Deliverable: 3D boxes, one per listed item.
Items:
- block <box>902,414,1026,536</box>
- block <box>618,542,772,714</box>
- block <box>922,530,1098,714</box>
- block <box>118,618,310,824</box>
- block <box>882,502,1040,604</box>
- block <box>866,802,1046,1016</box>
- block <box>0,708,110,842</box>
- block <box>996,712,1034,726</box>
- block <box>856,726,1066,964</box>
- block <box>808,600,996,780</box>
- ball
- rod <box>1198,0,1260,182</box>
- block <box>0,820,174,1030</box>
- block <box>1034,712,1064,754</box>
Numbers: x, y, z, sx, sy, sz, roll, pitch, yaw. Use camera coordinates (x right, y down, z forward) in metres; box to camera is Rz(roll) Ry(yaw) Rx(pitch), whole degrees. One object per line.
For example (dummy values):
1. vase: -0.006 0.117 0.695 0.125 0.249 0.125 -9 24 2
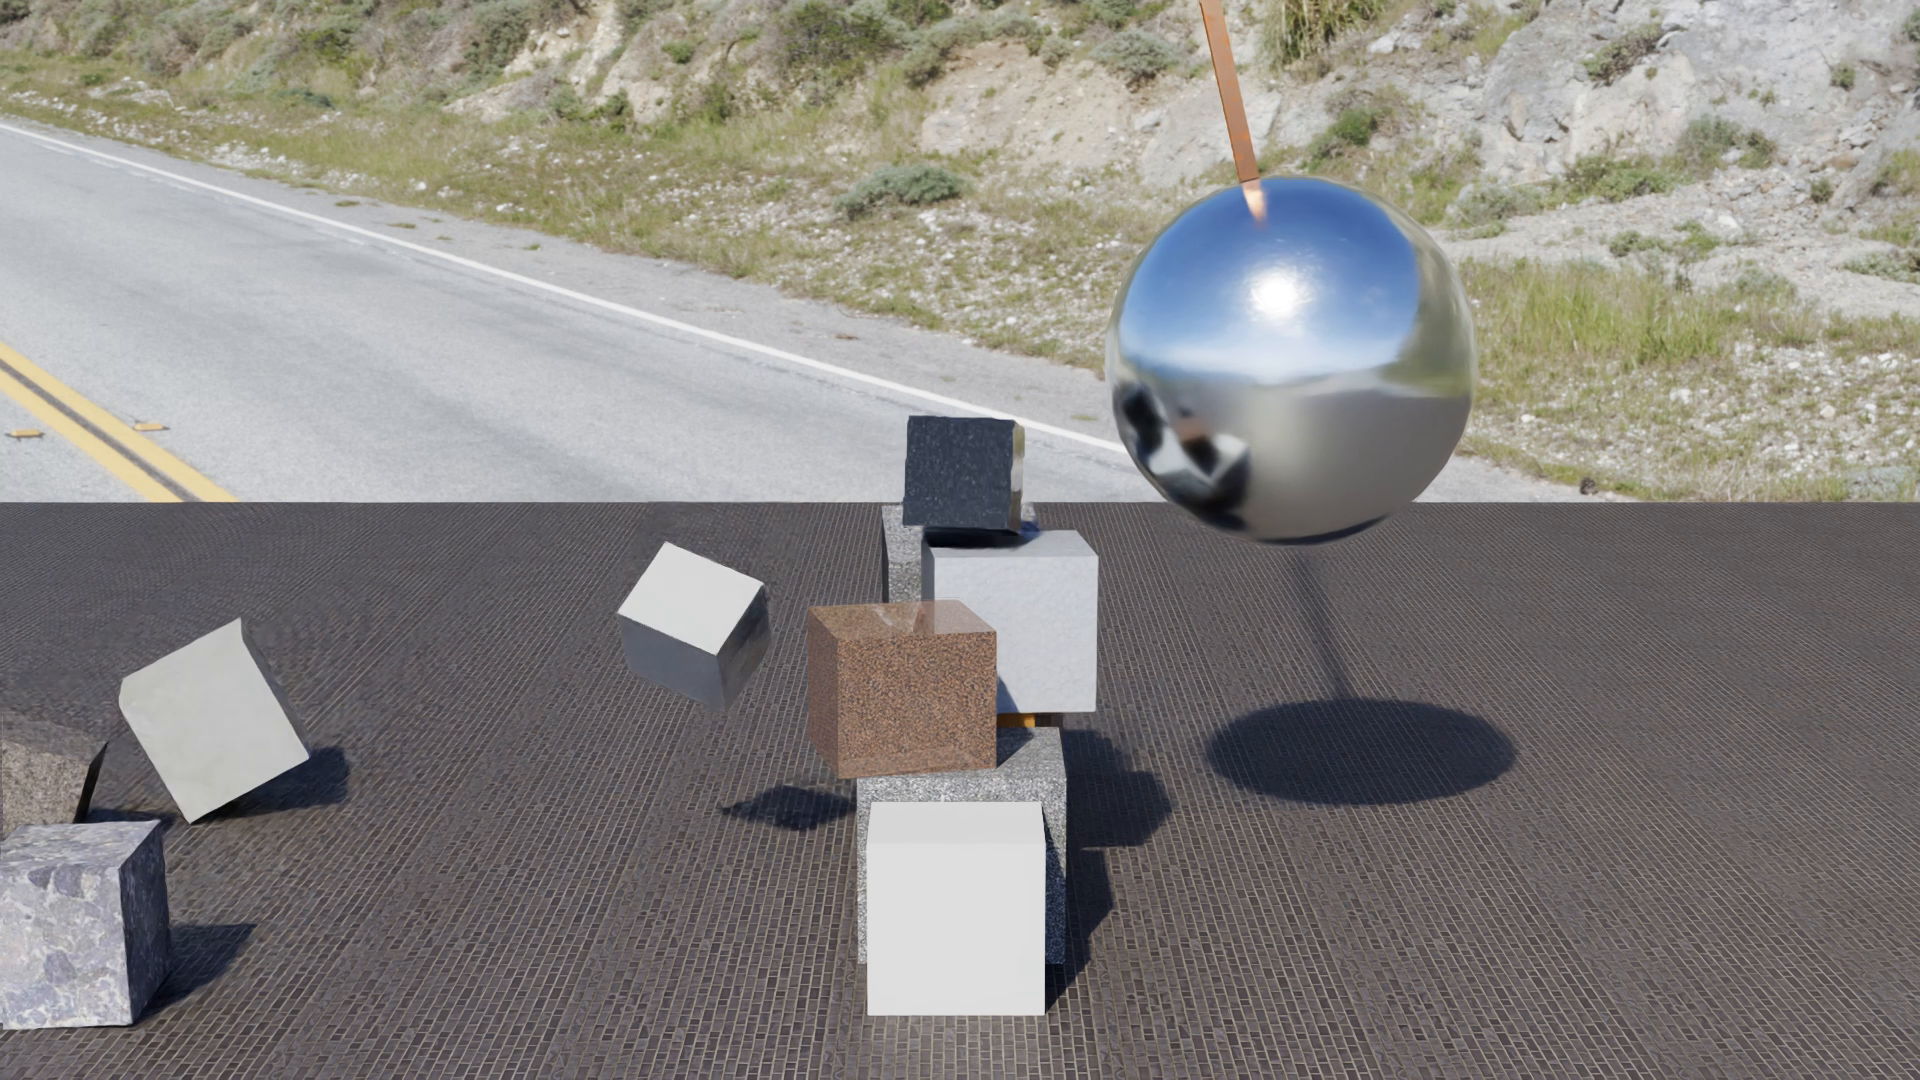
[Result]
1. block: 0.022 -0.276 11.093 0.453 0.467 0.500 3 -2 7
2. block: -1.152 0.384 11.211 0.489 0.481 0.411 22 59 16
3. block: 0.204 0.347 11.155 0.691 0.670 0.669 -1 10 -5
4. block: -3.593 0.859 12.377 0.633 0.656 0.615 -29 15 -10
5. block: 0.010 0.283 11.886 0.709 0.703 0.670 -2 23 -4
6. block: -0.015 1.414 9.908 0.668 0.673 0.560 0 10 0
7. block: -4.196 1.082 11.537 0.531 0.443 0.468 18 7 -11
8. block: -0.028 1.075 11.346 0.683 0.824 0.728 0 10 -1
9. block: 0.006 1.244 10.581 0.827 0.766 0.807 0 10 0
10. block: -0.243 0.595 10.434 0.643 0.563 0.643 -3 11 -14
11. ball: 1.417 -0.768 11.041 1.600 1.600 1.600 0 10 0
12. rod: 0.614 -4.019 10.450 0.080 5.200 0.080 -13 10 2
13. block: -3.381 1.461 9.795 0.545 0.605 0.619 -2 11 -3
14. block: 0.018 0.848 12.693 0.950 0.789 0.897 0 10 0
